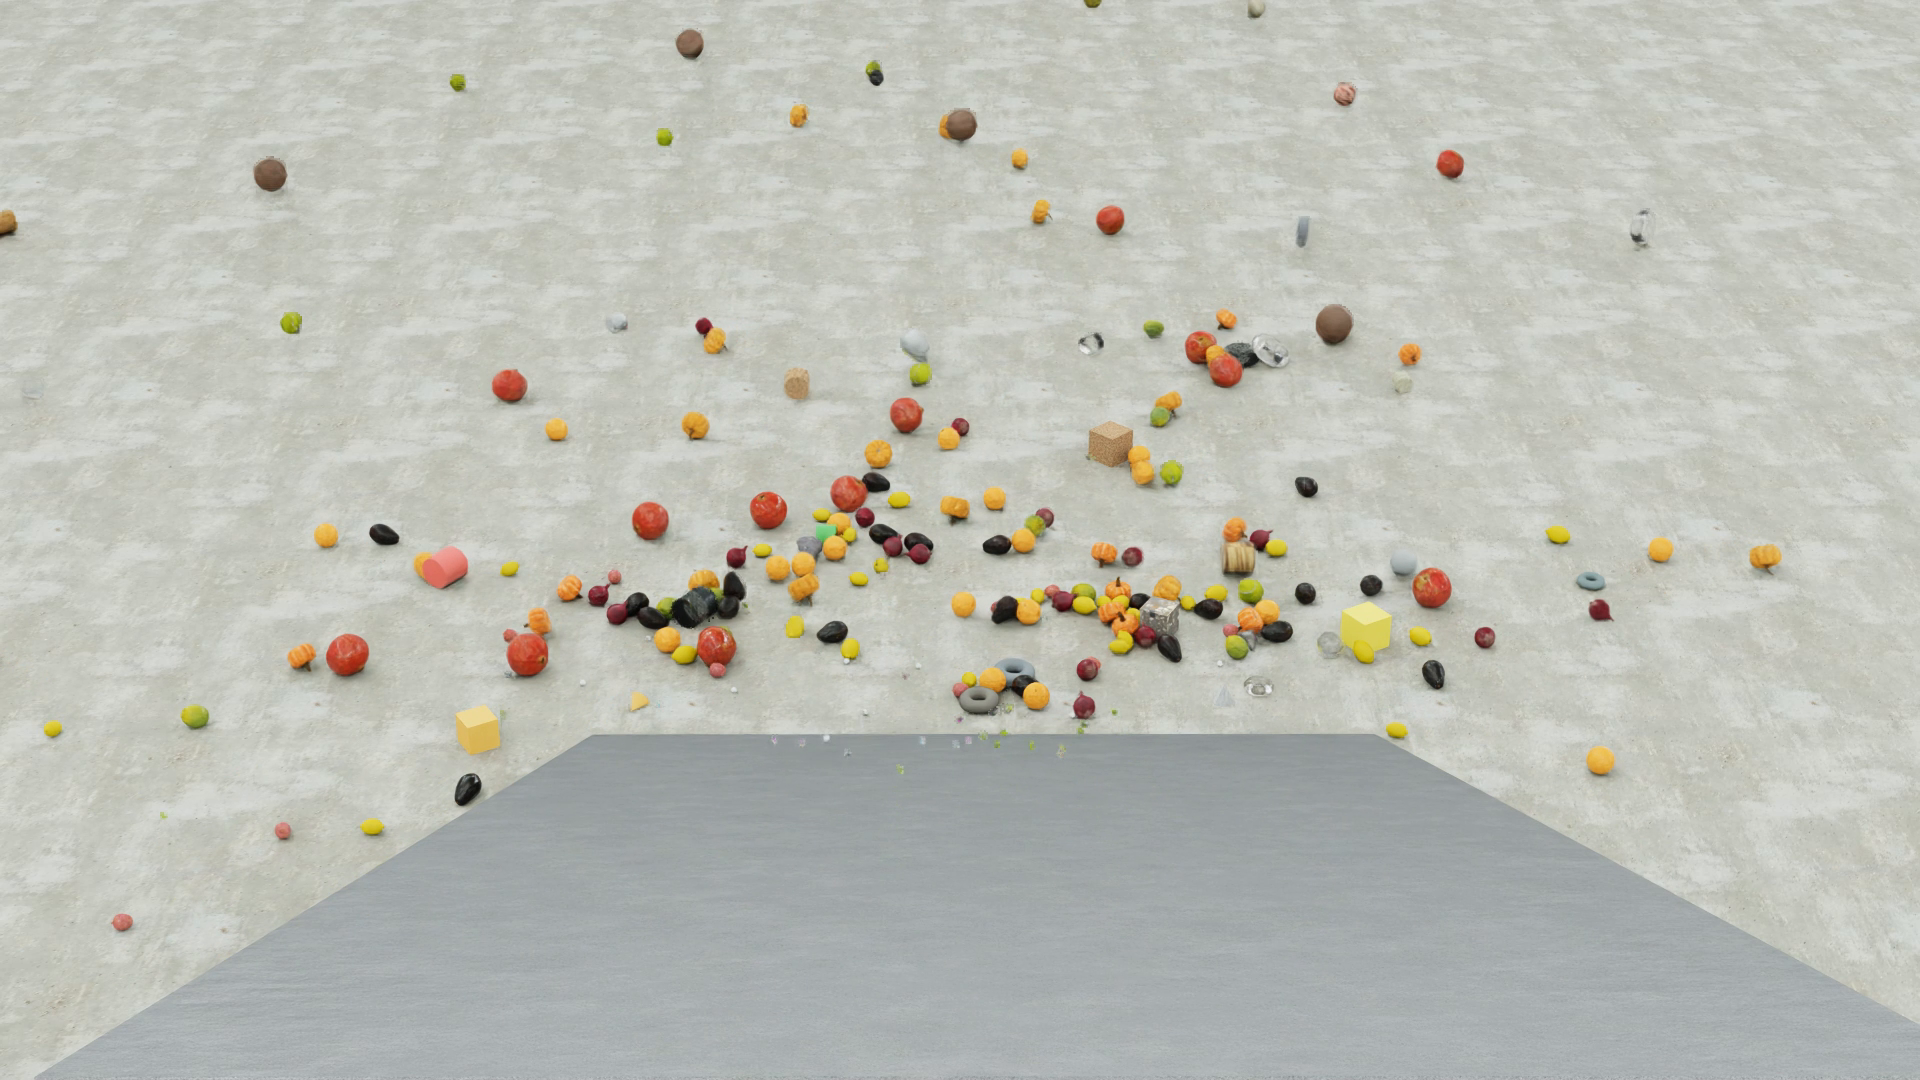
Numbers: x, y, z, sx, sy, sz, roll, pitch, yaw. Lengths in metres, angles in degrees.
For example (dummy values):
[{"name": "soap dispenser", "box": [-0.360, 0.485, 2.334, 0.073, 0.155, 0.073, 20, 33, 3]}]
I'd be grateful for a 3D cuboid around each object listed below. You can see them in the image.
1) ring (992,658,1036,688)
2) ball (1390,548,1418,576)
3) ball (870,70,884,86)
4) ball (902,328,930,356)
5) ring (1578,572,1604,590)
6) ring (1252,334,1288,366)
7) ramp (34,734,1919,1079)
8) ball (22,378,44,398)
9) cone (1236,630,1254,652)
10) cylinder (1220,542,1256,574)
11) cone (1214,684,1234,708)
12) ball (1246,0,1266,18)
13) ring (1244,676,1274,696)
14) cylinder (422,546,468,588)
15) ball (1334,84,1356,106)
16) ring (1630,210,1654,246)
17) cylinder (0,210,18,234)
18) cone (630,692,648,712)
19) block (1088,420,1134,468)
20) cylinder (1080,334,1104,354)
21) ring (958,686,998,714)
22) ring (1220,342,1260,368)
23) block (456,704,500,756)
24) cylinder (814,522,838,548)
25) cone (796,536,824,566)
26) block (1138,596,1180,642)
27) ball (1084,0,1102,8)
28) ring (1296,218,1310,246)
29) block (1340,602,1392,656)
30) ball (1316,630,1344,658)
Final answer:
[{"name": "ring", "box": [0.145, 0.361, 7.010, 0.118, 0.039, 0.118, 1, 29, 0]}, {"name": "ball", "box": [1.292, 0.066, 7.518, 0.080, 0.080, 0.080, 0, 28, 0]}, {"name": "ball", "box": [-0.371, -2.059, 11.509, 0.068, 0.068, 0.068, 0, 28, 0]}, {"name": "ball", "box": [-0.150, -0.679, 8.894, 0.098, 0.098, 0.098, 0, 28, 0]}, {"name": "ring", "box": [1.826, 0.119, 7.477, 0.080, 0.027, 0.080, 0, 30, 0]}, {"name": "ring", "box": [1.063, -0.651, 8.853, 0.143, 0.048, 0.143, 22, 37, -17]}, {"name": "ramp", "box": [0.063, 0.569, 4.610, 2.000, 0.100, 4.000, 0, 1, 0]}, {"name": "ball", "box": [-3.086, -0.506, 8.600, 0.070, 0.070, 0.070, 0, 28, 0]}, {"name": "cone", "box": [0.803, 0.289, 7.157, 0.059, 0.059, 0.059, -13, 58, -23]}, {"name": "cylinder", "box": [0.809, 0.053, 7.534, 0.088, 0.088, 0.088, -2, 28, -3]}, {"name": "cone", "box": [0.707, 0.407, 6.904, 0.057, 0.057, 0.057, 0, 28, 0]}, {"name": "ball", "box": [1.423, -2.558, 12.422, 0.090, 0.090, 0.090, 0, 28, 0]}, {"name": "ring", "box": [0.805, 0.393, 6.961, 0.083, 0.028, 0.083, 0, 27, 0]}, {"name": "cylinder", "box": [-1.489, 0.080, 7.479, 0.093, 0.093, 0.093, 17, 32, 29]}, {"name": "ball", "box": [1.676, -1.941, 11.260, 0.095, 0.095, 0.095, 0, 28, 0]}, {"name": "ring", "box": [2.589, -1.185, 9.807, 0.045, 0.134, 0.134, 16, 31, 40]}, {"name": "cylinder", "box": [-3.677, -1.215, 9.912, 0.084, 0.084, 0.084, -24, 36, -38]}, {"name": "cone", "box": [-0.864, 0.438, 6.882, 0.050, 0.050, 0.050, 17, 59, 28]}, {"name": "block", "box": [0.478, -0.304, 8.191, 0.099, 0.099, 0.099, 25, 37, 38]}, {"name": "cylinder", "box": [0.454, -0.678, 8.933, 0.060, 0.060, 0.060, 24, 36, 37]}, {"name": "ring", "box": [0.050, 0.427, 6.889, 0.107, 0.036, 0.107, -1, 29, 1]}, {"name": "ring", "box": [0.964, -0.635, 8.867, 0.139, 0.046, 0.139, 0, 29, 0]}, {"name": "block", "box": [-1.253, 0.494, 6.714, 0.083, 0.083, 0.083, -17, 32, -28]}, {"name": "cylinder", "box": [-0.398, -0.015, 7.694, 0.057, 0.057, 0.057, 23, 31, 2]}, {"name": "cone", "box": [-0.447, 0.046, 7.600, 0.083, 0.083, 0.083, 4, 55, 7]}, {"name": "block", "box": [0.557, 0.221, 7.222, 0.084, 0.084, 0.084, 14, 31, 25]}, {"name": "ball", "box": [0.646, -2.635, 12.561, 0.094, 0.094, 0.094, 0, 28, 0]}, {"name": "ring", "box": [1.297, -1.168, 9.789, 0.038, 0.114, 0.114, 8, 28, 0]}, {"name": "block", "box": [1.125, 0.245, 7.165, 0.097, 0.097, 0.097, -17, 32, -28]}, {"name": "ball", "box": [1.018, 0.287, 7.111, 0.073, 0.073, 0.073, 0, 28, 0]}]
